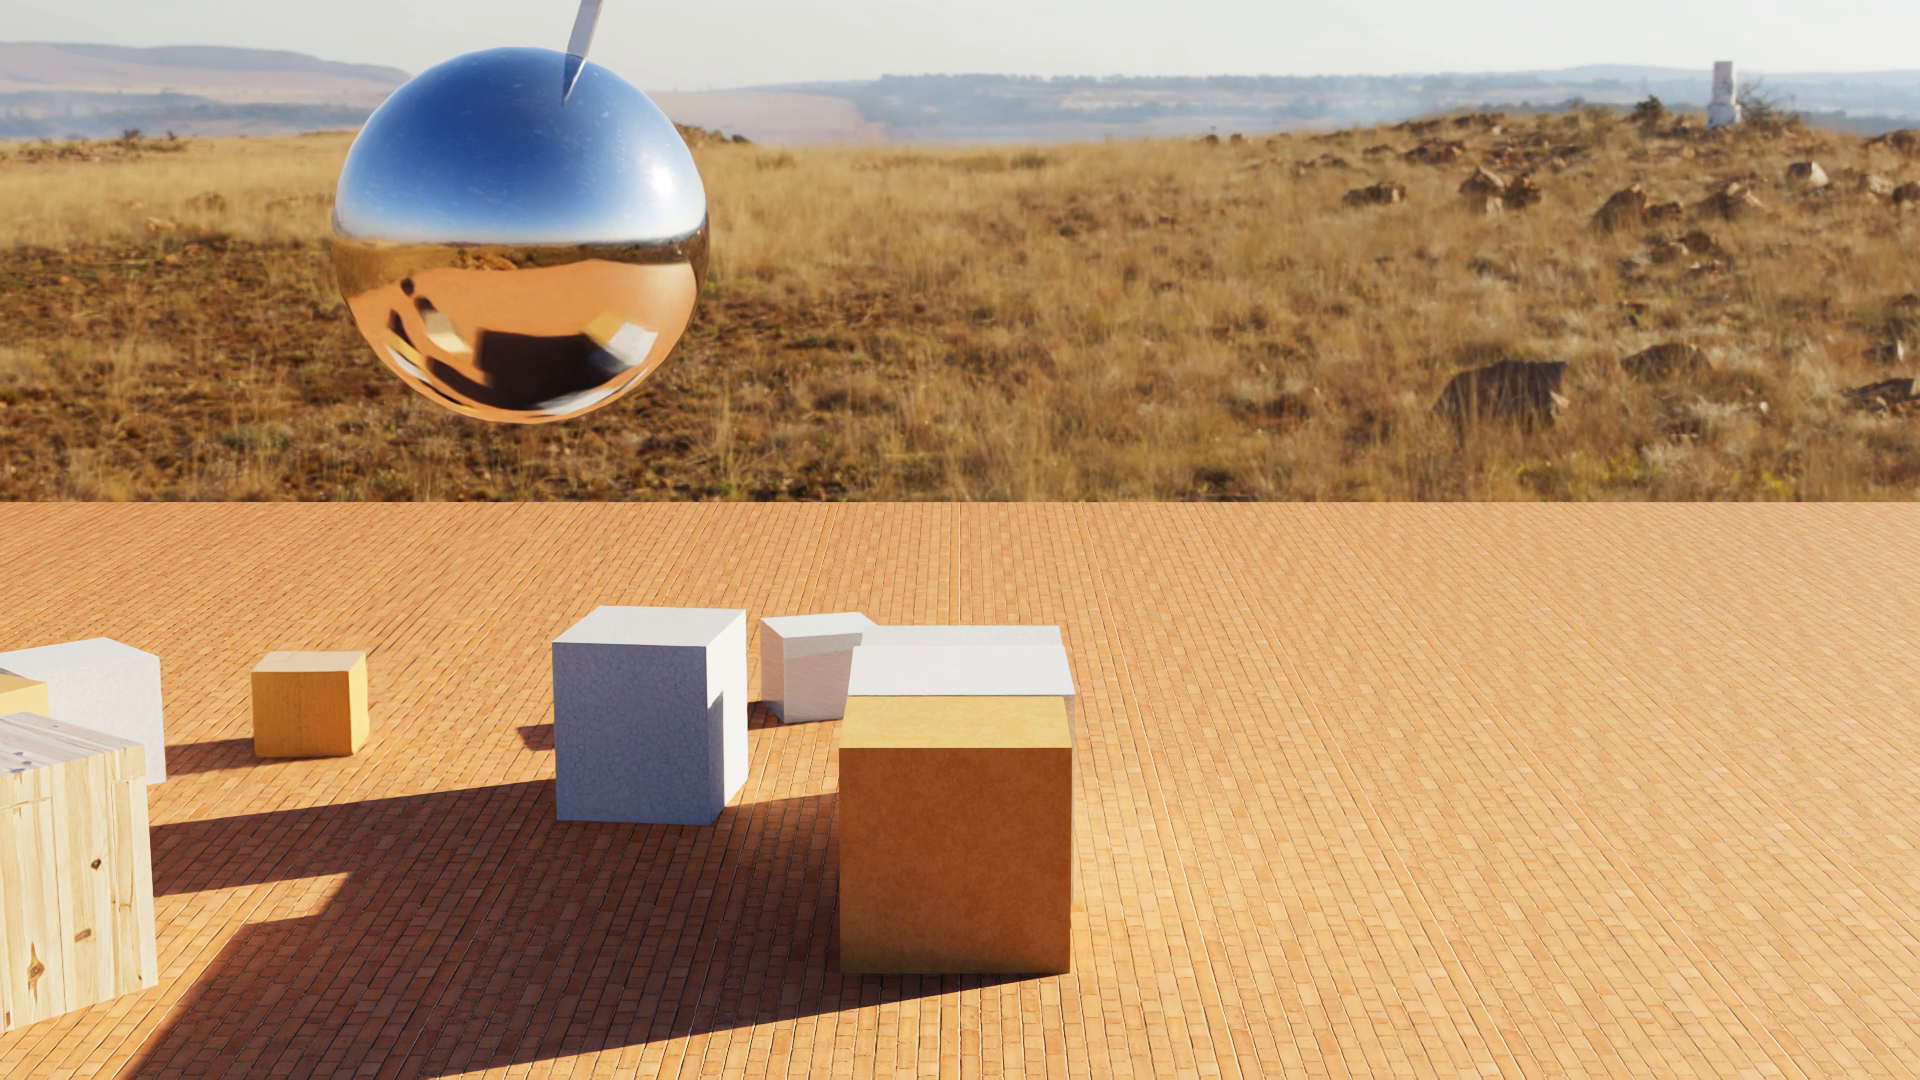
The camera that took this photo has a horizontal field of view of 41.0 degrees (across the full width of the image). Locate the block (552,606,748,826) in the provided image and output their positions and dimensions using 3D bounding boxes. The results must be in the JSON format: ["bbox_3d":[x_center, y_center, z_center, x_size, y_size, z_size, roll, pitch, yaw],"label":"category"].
[{"bbox_3d":[-1.497,0.840,12.519,0.746,0.868,0.847,1,10,7],"label":"block"}]

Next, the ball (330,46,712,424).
[{"bbox_3d":[-1.864,-1.295,10.945,1.600,1.600,1.600,0,10,0],"label":"ball"}]

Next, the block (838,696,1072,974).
[{"bbox_3d":[-0.019,1.186,10.465,0.908,0.921,0.826,0,10,0],"label":"block"}]

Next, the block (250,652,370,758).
[{"bbox_3d":[-3.428,0.863,13.549,0.504,0.455,0.461,0,10,-2],"label":"block"}]

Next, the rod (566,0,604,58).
[{"bbox_3d":[-0.808,-4.475,10.367,0.080,5.200,0.080,18,10,-3],"label":"rod"}]

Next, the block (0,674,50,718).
[{"bbox_3d":[-4.721,1.031,11.913,0.681,0.708,0.677,6,12,31],"label":"block"}]

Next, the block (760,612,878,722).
[{"bbox_3d":[-0.770,0.706,14.349,0.578,0.477,0.536,-3,11,-18],"label":"block"}]

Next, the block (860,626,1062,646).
[{"bbox_3d":[0.008,0.908,12.255,0.957,0.830,0.877,0,10,0],"label":"block"}]

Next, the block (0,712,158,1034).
[{"bbox_3d":[-3.747,1.278,9.830,0.821,0.968,0.939,8,13,38],"label":"block"}]

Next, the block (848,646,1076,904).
[{"bbox_3d":[0.001,1.024,11.348,0.959,0.926,0.930,0,10,-1],"label":"block"}]

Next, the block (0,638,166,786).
[{"bbox_3d":[-4.448,0.898,12.833,0.675,0.642,0.621,-9,14,-42],"label":"block"}]
